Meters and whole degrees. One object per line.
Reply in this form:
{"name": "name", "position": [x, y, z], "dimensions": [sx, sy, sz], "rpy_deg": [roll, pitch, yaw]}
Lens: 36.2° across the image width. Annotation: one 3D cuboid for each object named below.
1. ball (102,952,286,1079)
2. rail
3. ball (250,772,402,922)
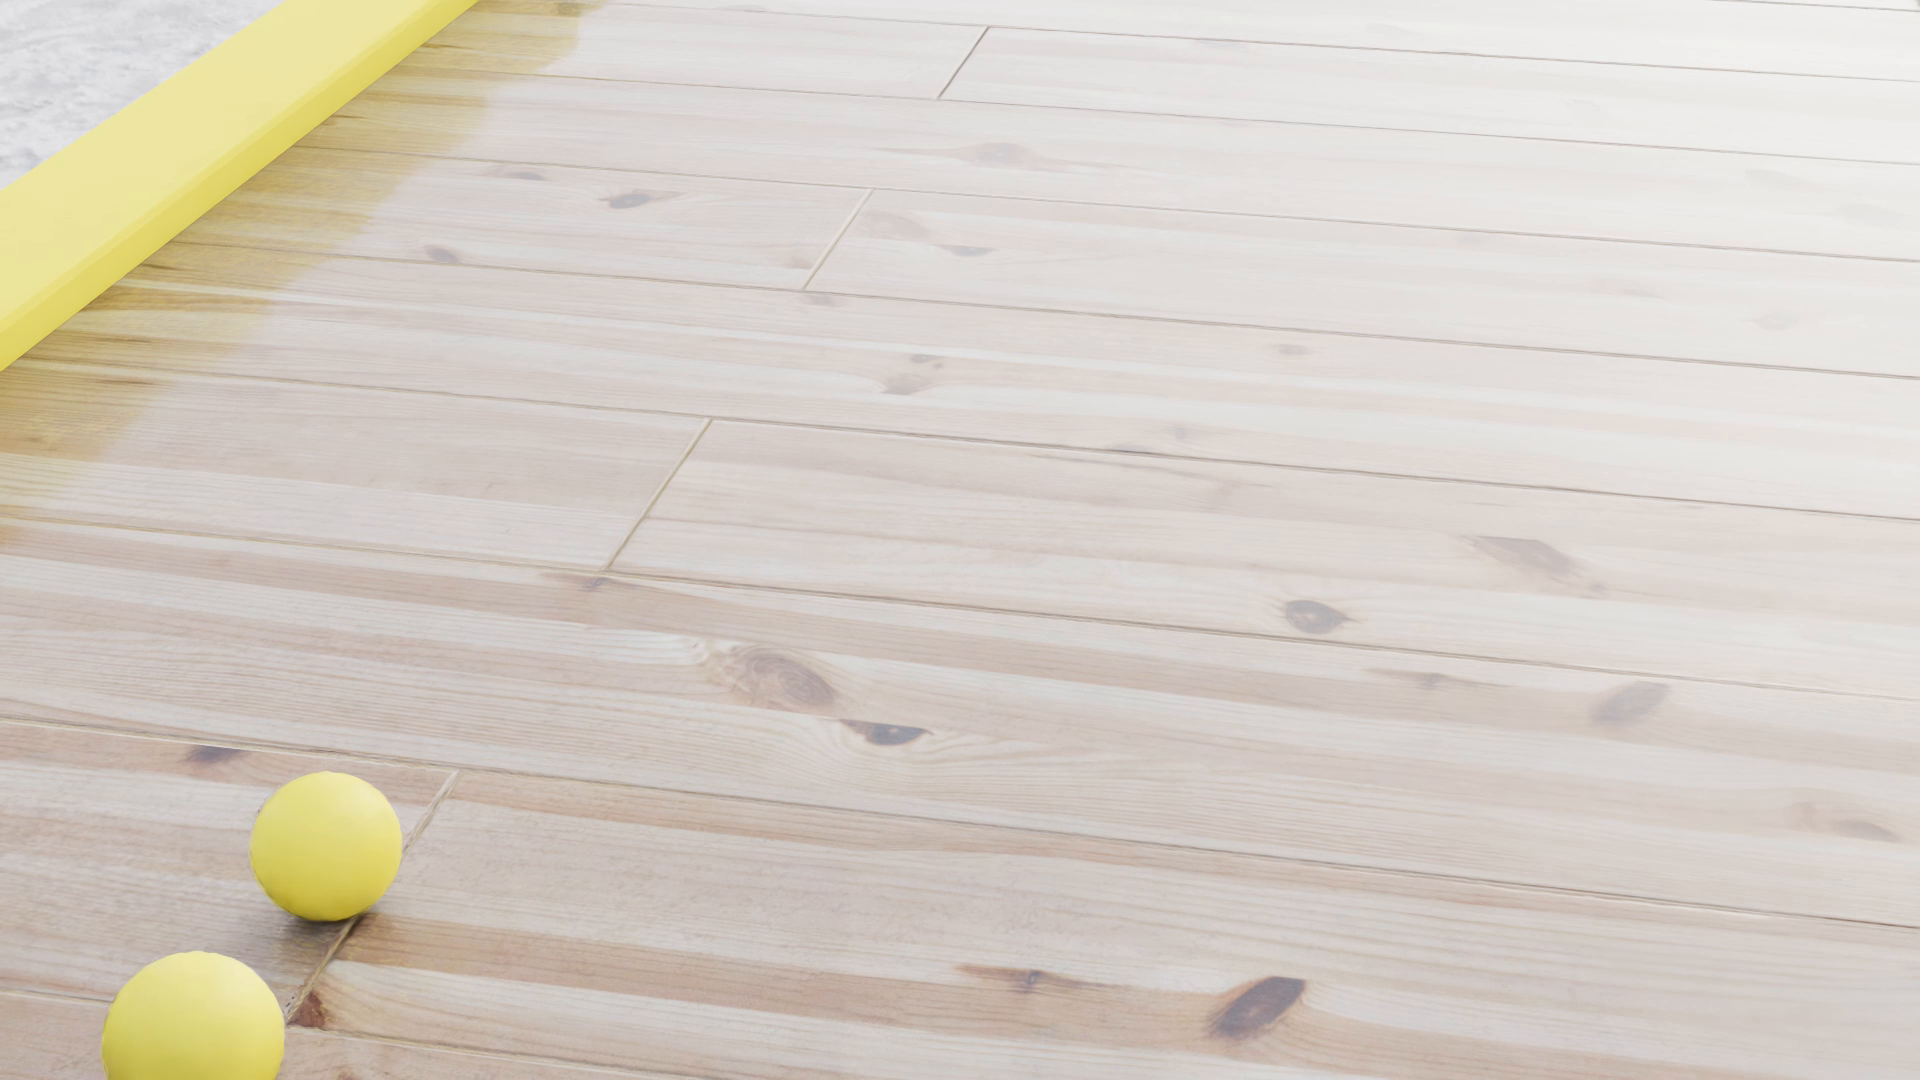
{"name": "ball", "position": [-0.353, 0.231, 1.356], "dimensions": [0.082, 0.082, 0.082], "rpy_deg": [0, 26, 0]}
{"name": "rail", "position": [-0.577, -0.412, 2.609], "dimensions": [0.045, 0.126, 2.980], "rpy_deg": [5, 27, 11]}
{"name": "ball", "position": [-0.325, 0.157, 1.511], "dimensions": [0.077, 0.077, 0.077], "rpy_deg": [0, 26, 0]}
